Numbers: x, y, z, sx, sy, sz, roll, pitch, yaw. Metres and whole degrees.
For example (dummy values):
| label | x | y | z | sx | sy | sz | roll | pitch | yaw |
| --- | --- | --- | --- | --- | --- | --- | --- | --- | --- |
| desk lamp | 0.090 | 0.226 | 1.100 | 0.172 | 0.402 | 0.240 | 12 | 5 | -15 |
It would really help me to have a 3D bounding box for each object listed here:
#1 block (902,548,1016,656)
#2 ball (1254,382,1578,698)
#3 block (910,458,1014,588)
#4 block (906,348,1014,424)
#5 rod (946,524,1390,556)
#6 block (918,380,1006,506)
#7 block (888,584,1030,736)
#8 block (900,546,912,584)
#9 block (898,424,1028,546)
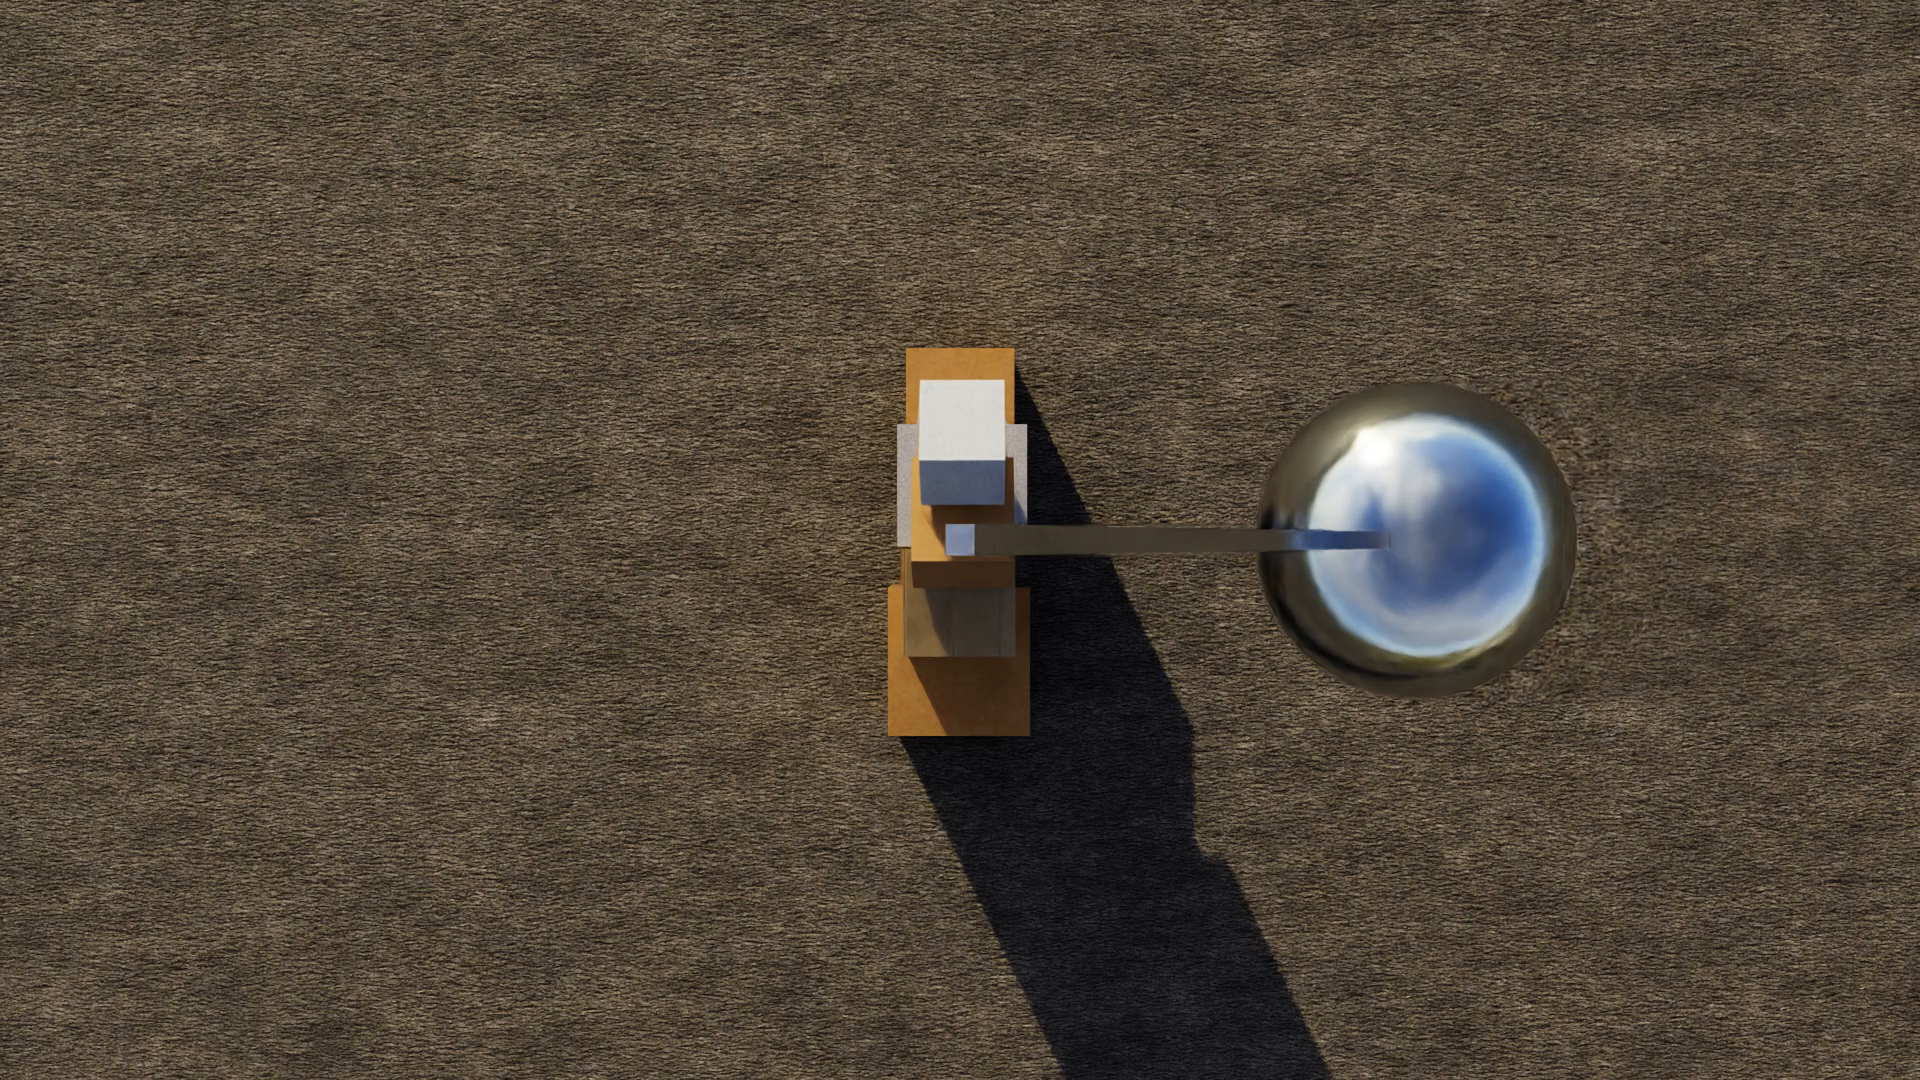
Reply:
| label | x | y | z | sx | sy | sz | roll | pitch | yaw |
| --- | --- | --- | --- | --- | --- | --- | --- | --- | --- |
| block | -0.005 | 0.331 | 11.894 | 0.594 | 0.551 | 0.570 | 0 | 90 | 0 |
| ball | 2.295 | 0.000 | 11.119 | 1.600 | 1.600 | 1.600 | 0 | 90 | 0 |
| block | 0.014 | -0.084 | 11.358 | 0.519 | 0.563 | 0.546 | 0 | 75 | 0 |
| block | 0.001 | -0.788 | 12.718 | 0.612 | 0.564 | 0.593 | 0 | 90 | 0 |
| rod | 0.994 | 0.000 | 7.977 | 0.080 | 5.200 | 0.080 | 0 | 90 | 22 |
| block | 0.012 | -0.481 | 10.941 | 0.417 | 0.430 | 0.466 | 0 | 60 | 0 |
| block | -0.005 | 0.673 | 12.585 | 0.785 | 0.831 | 0.823 | 0 | 90 | 0 |
| block | -0.017 | -0.115 | 12.686 | 0.632 | 0.628 | 0.733 | 0 | 90 | 0 |
| block | 0.012 | -0.290 | 12.036 | 0.690 | 0.671 | 0.650 | 0 | 90 | 0 |
